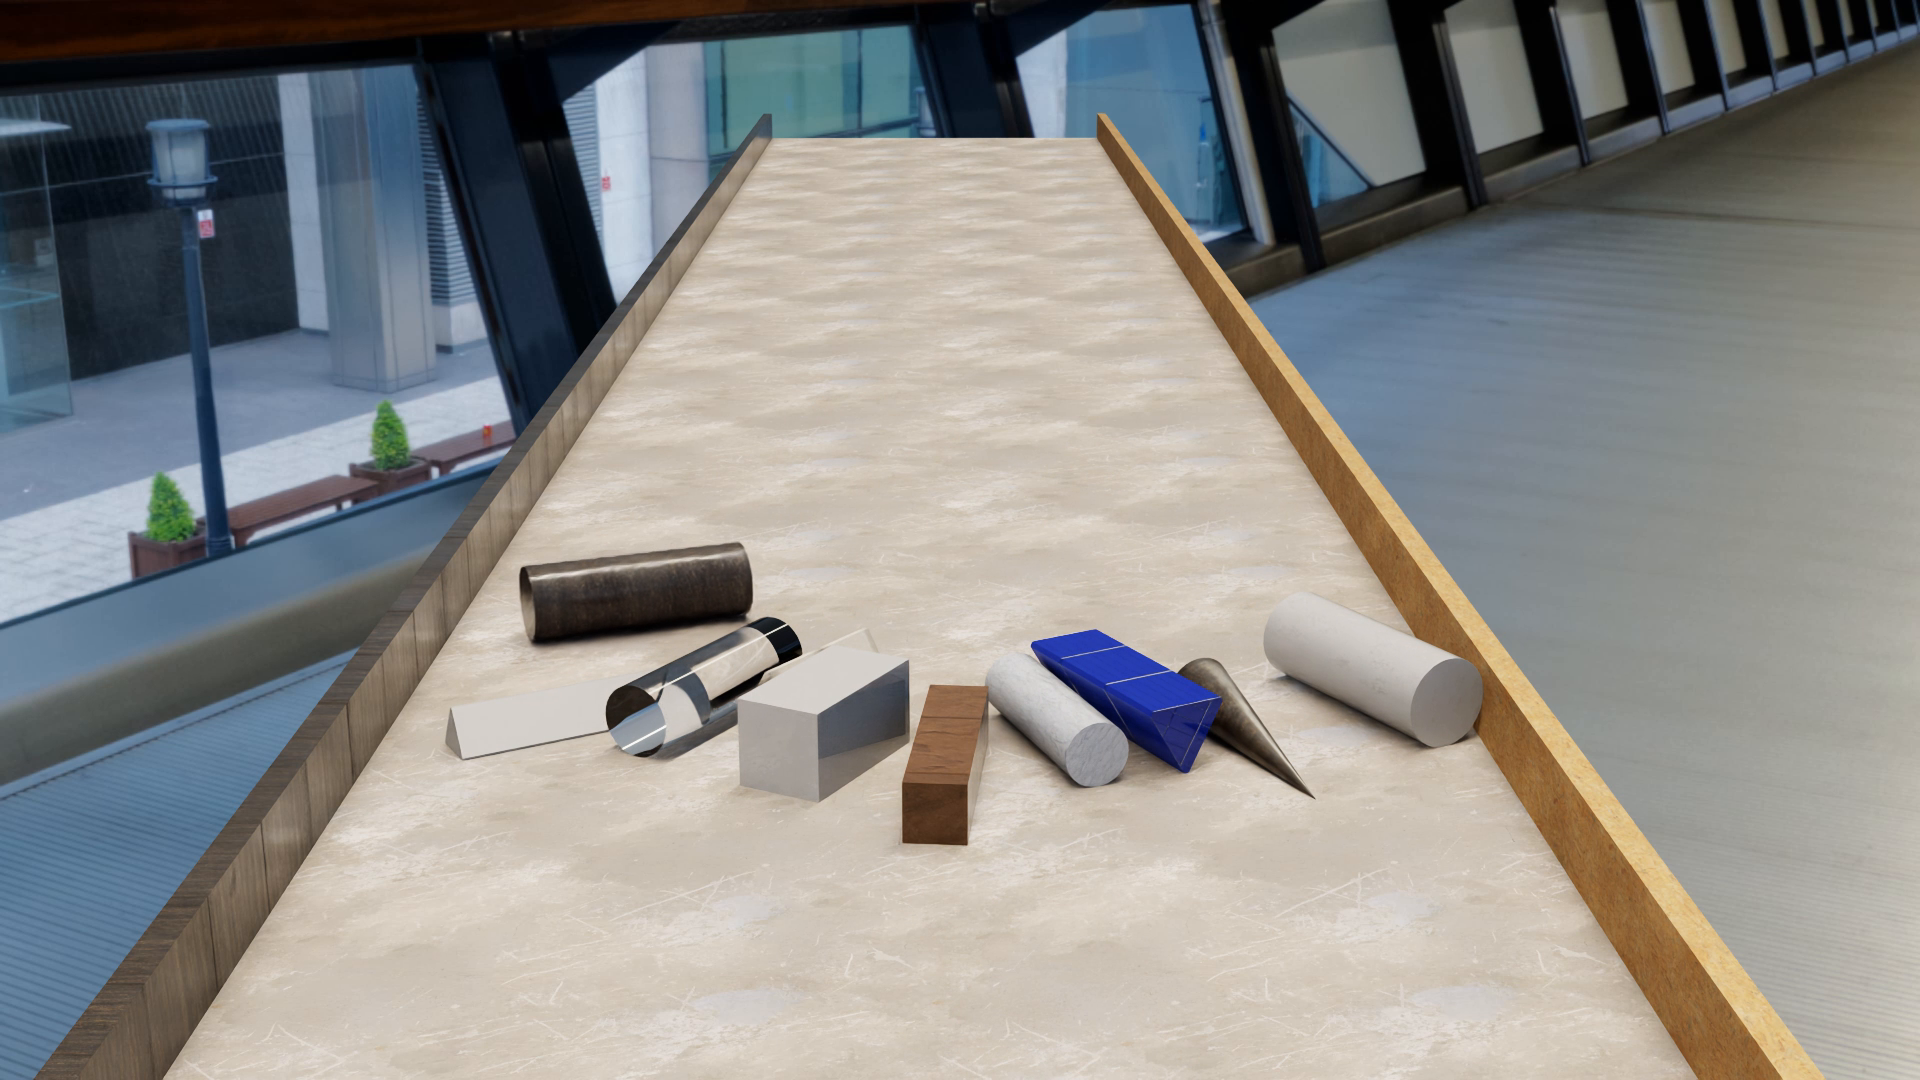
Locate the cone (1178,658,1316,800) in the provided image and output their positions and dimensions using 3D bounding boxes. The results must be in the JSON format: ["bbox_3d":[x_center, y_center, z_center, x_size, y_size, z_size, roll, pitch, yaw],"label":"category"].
[{"bbox_3d":[0.525,0.358,3.917,0.121,0.121,0.428,-7,26,-22],"label":"cone"}]

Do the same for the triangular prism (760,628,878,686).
[{"bbox_3d":[-0.265,0.261,4.124,0.140,0.121,0.304,11,20,32],"label":"triangular prism"}]

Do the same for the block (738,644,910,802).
[{"bbox_3d":[-0.236,0.319,3.874,0.160,0.160,0.314,9,19,27],"label":"block"}]

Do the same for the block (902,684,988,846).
[{"bbox_3d":[-0.021,0.378,3.769,0.106,0.106,0.455,1,17,5],"label":"block"}]

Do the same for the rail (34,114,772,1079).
[{"bbox_3d":[-1.118,-0.838,7.780,0.050,0.150,12.000,0,17,-1],"label":"rail"}]

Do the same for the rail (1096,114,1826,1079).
[{"bbox_3d":[0.932,-0.844,7.801,0.050,0.150,12.000,0,17,-1],"label":"rail"}]

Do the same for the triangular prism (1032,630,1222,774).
[{"bbox_3d":[0.313,0.264,4.010,0.126,0.146,0.418,-39,30,-14],"label":"triangular prism"}]

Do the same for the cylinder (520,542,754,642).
[{"bbox_3d":[-0.676,0.106,4.600,0.460,0.154,0.154,-7,18,-21],"label":"cylinder"}]

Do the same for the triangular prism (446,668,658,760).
[{"bbox_3d":[-0.725,0.307,4.038,0.426,0.084,0.097,-10,19,-29],"label":"triangular prism"}]

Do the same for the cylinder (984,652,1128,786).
[{"bbox_3d":[0.169,0.318,3.950,0.118,0.118,0.383,-6,18,-20],"label":"cylinder"}]

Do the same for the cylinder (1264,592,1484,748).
[{"bbox_3d":[0.770,0.237,4.134,0.169,0.169,0.441,-9,19,-27],"label":"cylinder"}]

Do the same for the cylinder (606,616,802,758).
[{"bbox_3d":[-0.469,0.268,4.090,0.134,0.134,0.438,9,19,28],"label":"cylinder"}]
